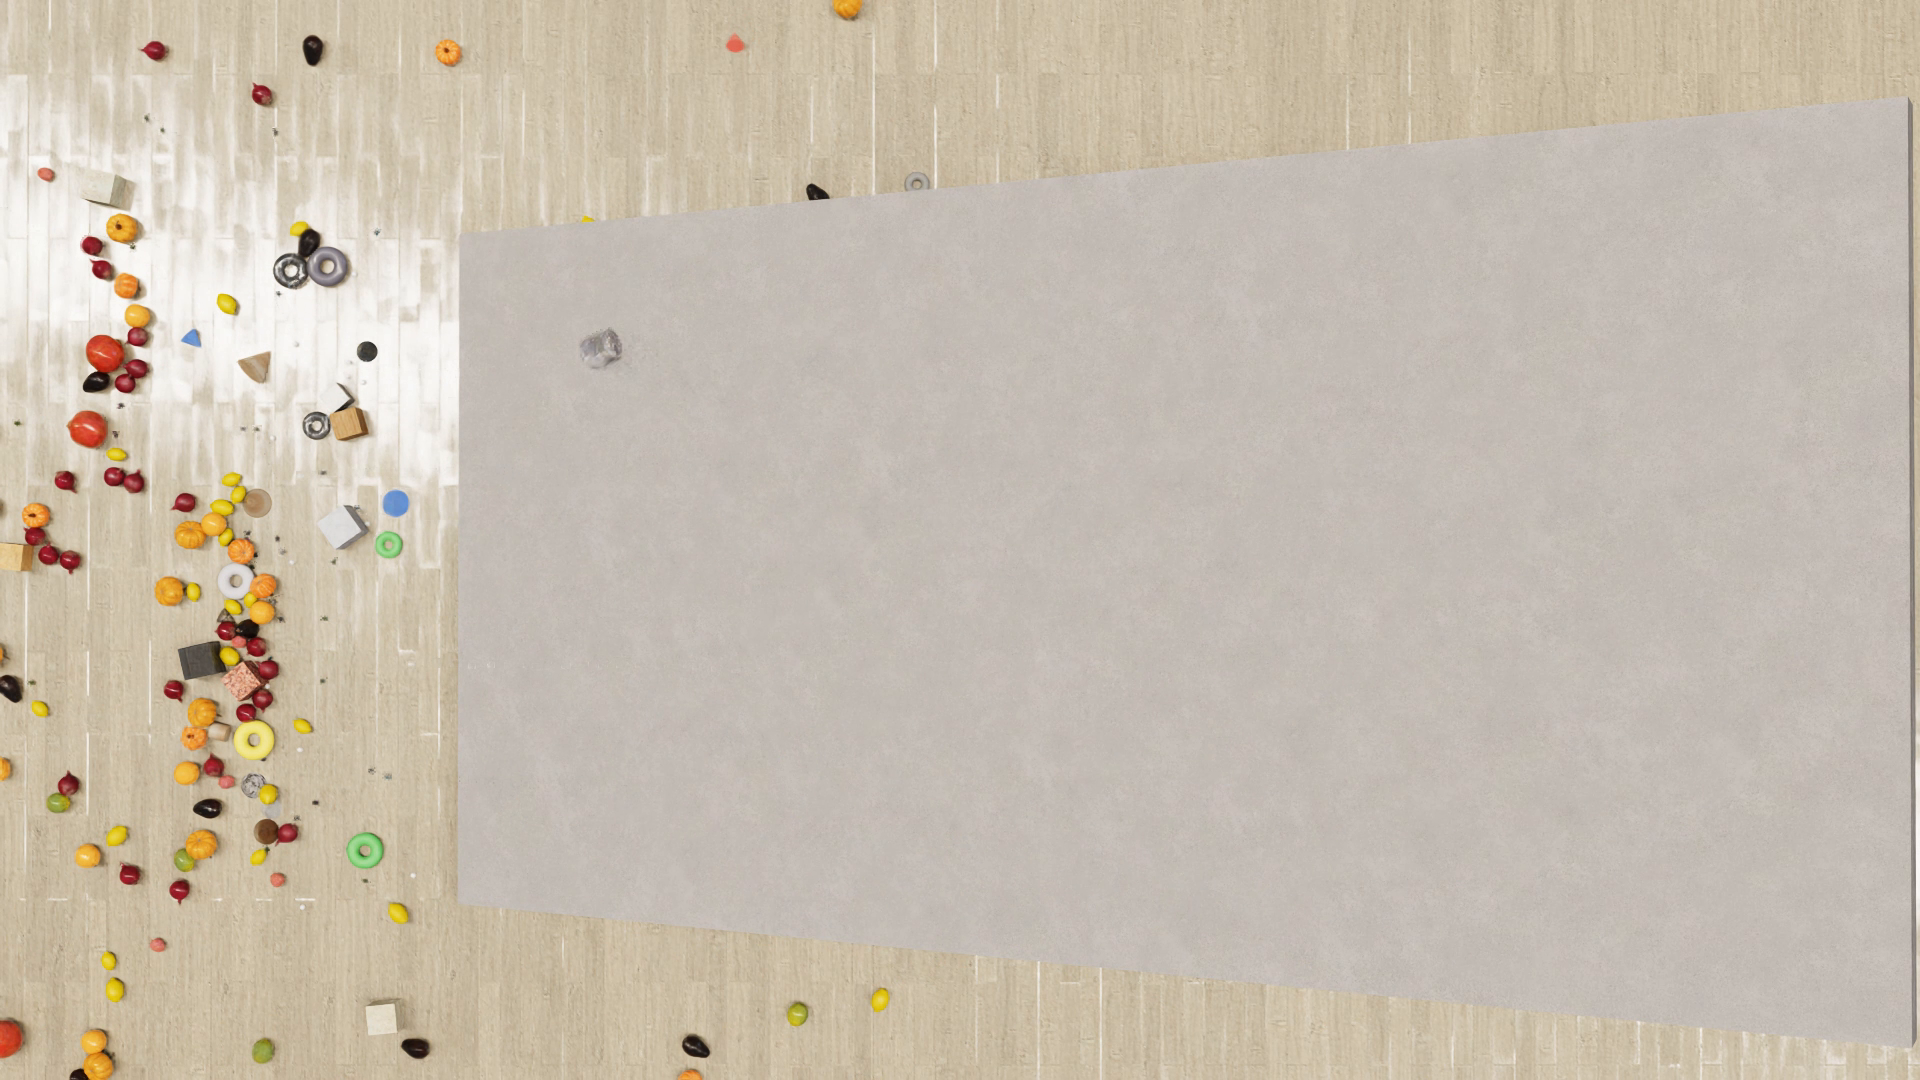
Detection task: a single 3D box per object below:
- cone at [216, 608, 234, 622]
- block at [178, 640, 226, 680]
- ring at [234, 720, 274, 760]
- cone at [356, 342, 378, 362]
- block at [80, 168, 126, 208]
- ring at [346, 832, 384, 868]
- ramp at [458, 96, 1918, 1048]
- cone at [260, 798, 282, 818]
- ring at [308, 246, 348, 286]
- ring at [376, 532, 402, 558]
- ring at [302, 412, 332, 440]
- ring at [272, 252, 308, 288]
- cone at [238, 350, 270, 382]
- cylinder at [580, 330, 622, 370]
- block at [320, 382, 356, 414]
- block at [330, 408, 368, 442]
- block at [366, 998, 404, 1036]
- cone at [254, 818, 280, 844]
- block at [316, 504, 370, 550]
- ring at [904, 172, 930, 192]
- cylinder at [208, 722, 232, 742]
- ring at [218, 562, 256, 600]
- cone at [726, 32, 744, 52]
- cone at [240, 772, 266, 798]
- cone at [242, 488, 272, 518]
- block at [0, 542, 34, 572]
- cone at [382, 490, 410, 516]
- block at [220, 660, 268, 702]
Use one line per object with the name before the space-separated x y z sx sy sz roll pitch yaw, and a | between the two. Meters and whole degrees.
cone | -2.209 0.238 6.642 0.050 0.050 0.050 31 89 -26
block | -2.276 0.362 6.604 0.096 0.096 0.096 -13 89 0
ring | -2.128 0.603 6.629 0.121 0.040 0.121 0 88 1
cone | -1.796 -0.571 6.629 0.065 0.065 0.065 0 89 0
block | -2.580 -1.059 6.621 0.091 0.091 0.091 11 89 0
ring | -1.793 0.937 6.628 0.109 0.036 0.109 0 90 -1
ramp | 0.273 0.076 5.637 4.000 0.100 2.000 0 89 29
cone | -2.082 0.812 6.616 0.063 0.063 0.063 0 89 0
ring | -1.911 -0.826 6.643 0.124 0.041 0.124 0 88 1
ring | -1.726 0.015 6.642 0.082 0.027 0.082 0 90 1
ring | -1.944 -0.345 6.645 0.088 0.029 0.088 0 91 0
ring | -2.022 -0.814 6.646 0.109 0.036 0.109 0 89 -1
cone | -2.113 -0.542 6.640 0.095 0.095 0.095 36 63 0
cylinder | -1.022 -0.542 6.258 0.087 0.087 0.087 -21 89 28
block | -1.877 -0.427 6.627 0.066 0.066 0.066 -40 90 0
block | -1.839 -0.349 6.619 0.080 0.080 0.080 -16 89 0
block | -1.725 1.430 6.598 0.086 0.086 0.086 -6 89 0
cone | -2.096 0.882 6.607 0.079 0.079 0.079 0 89 0
block | -1.853 -0.038 6.608 0.096 0.096 0.096 -36 90 0
ring | -0.130 -1.076 6.654 0.077 0.026 0.077 0 91 0
cylinder | -2.231 0.578 6.624 0.051 0.051 0.051 14 89 0
ring | -2.184 0.124 6.636 0.114 0.038 0.114 0 90 -1
cone | -0.680 -1.517 6.659 0.054 0.054 0.054 -4 63 0
cone | -2.135 0.741 6.609 0.079 0.079 0.079 0 89 0
cone | -2.127 -0.112 6.612 0.089 0.089 0.089 0 89 0
block | -2.845 0.051 6.616 0.078 0.078 0.078 6 89 0
cone | -1.708 -0.111 6.615 0.083 0.083 0.083 0 89 0
block | -2.149 0.424 6.608 0.086 0.086 0.086 -39 90 0
